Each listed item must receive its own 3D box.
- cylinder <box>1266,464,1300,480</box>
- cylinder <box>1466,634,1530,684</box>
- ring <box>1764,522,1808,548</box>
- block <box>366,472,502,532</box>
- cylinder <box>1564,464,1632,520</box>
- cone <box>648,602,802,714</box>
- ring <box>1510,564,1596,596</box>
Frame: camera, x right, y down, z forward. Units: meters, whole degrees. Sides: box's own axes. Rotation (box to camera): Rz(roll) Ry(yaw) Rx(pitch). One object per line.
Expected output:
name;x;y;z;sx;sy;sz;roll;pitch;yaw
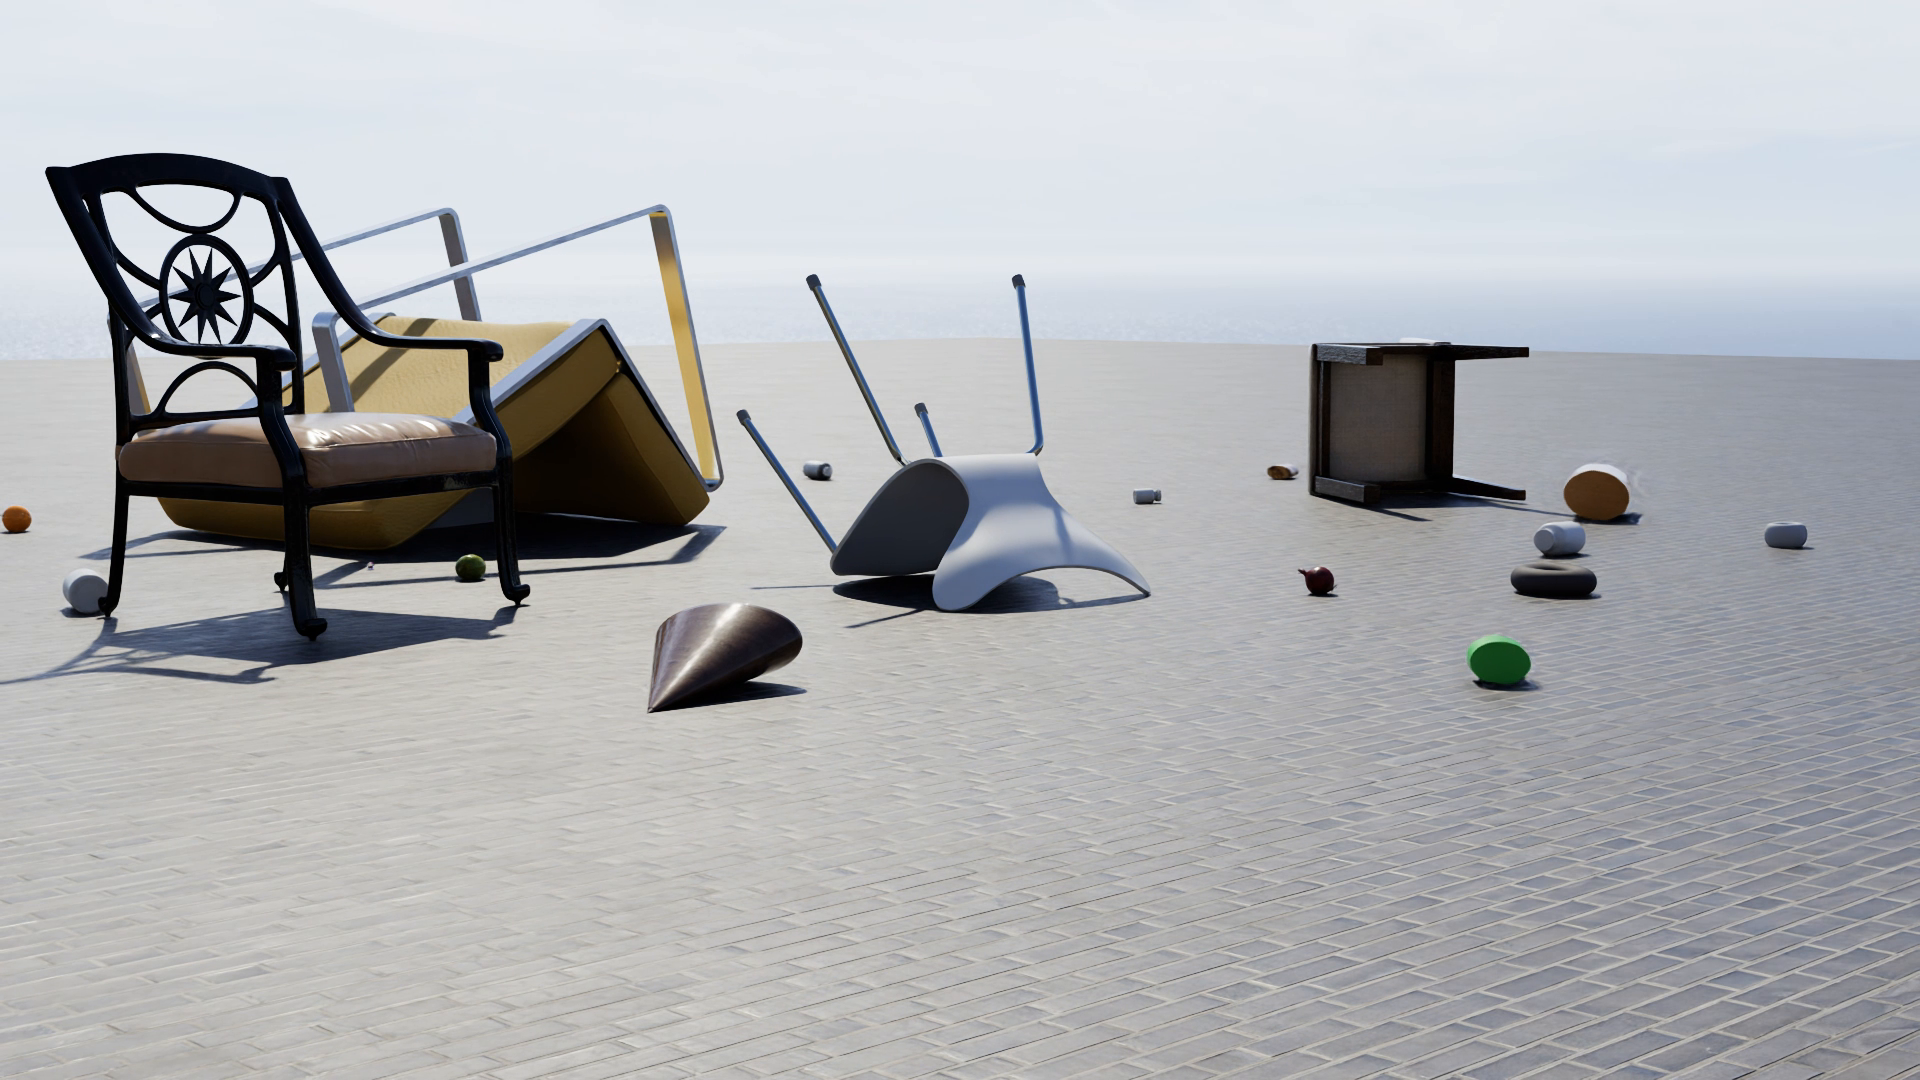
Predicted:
cylinder;1.054;-0.224;8.370;0.081;0.044;0.095;7;8;23
cylinder;0.876;0.195;4.177;0.096;0.070;0.073;4;8;5
ring;2.016;-0.013;6.263;0.101;0.057;0.083;1;8;30
block;-1.393;-0.104;6.805;0.152;0.126;0.340;4;7;34
cylinder;1.755;-0.134;7.052;0.173;0.133;0.290;11;9;14
cone;-0.425;0.213;4.023;0.260;0.132;0.337;-3;16;18
ring;1.235;0.083;5.341;0.184;0.055;0.155;7;10;44
